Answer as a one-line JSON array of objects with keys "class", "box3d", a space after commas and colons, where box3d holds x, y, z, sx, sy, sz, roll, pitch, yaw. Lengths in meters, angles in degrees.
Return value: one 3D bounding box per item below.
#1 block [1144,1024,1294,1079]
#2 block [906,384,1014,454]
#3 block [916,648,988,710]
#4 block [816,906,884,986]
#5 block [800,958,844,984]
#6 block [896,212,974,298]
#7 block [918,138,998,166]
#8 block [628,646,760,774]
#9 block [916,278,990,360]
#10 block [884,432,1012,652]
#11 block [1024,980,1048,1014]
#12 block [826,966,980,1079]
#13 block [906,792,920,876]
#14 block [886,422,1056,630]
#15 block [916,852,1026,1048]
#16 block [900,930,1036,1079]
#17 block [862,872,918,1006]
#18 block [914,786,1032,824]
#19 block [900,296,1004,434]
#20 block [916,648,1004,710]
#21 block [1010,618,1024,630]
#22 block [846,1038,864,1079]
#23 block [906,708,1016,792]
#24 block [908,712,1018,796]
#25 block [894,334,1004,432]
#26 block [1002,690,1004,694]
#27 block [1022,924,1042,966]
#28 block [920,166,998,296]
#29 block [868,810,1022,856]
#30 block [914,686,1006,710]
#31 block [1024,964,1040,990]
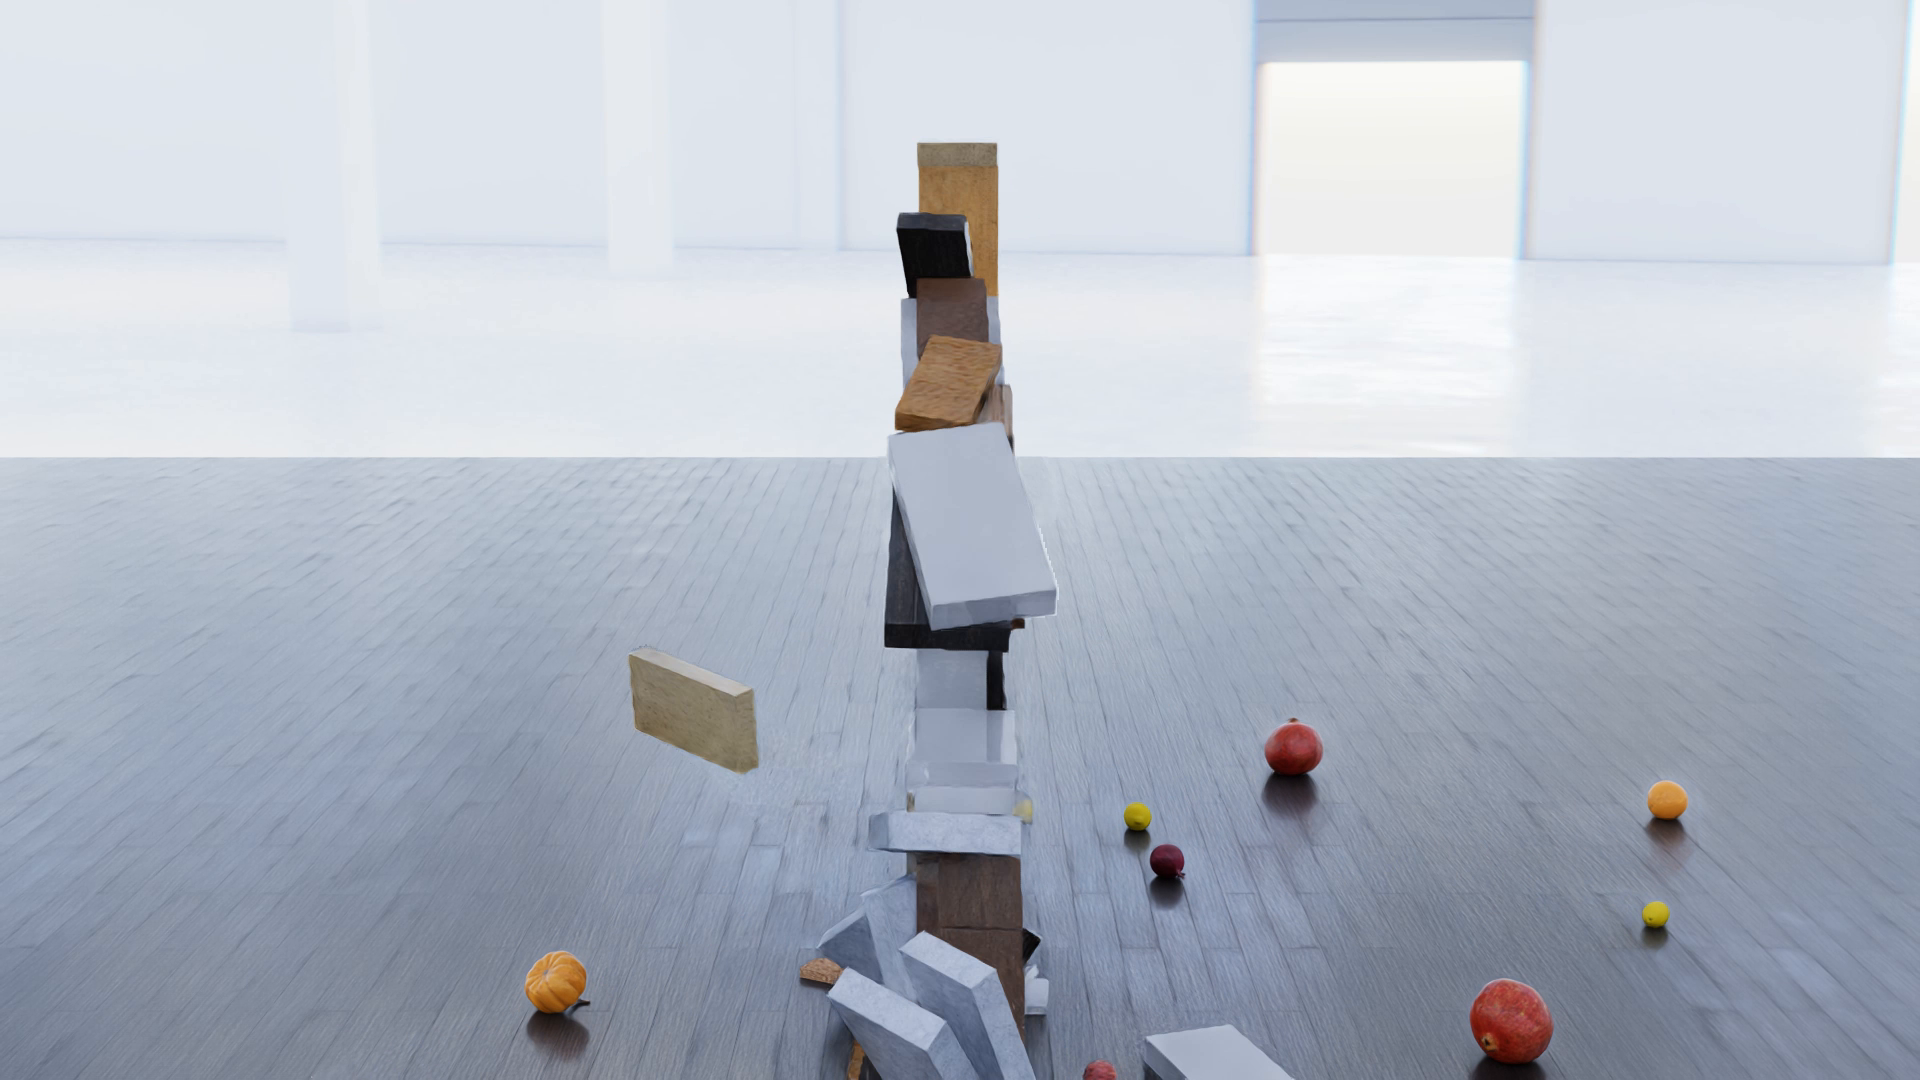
[{"class": "block", "box3d": [0.354, 0.714, 2.901, 0.130, 0.037, 0.259, -3, 11, -18]}, {"class": "block", "box3d": [0.001, -0.094, 3.248, 0.159, 0.045, 0.319, 0, 54, -2]}, {"class": "block", "box3d": [-0.012, 0.183, 3.357, 0.108, 0.215, 0.030, 1, 9, 1]}, {"class": "block", "box3d": [-0.106, 0.573, 3.180, 0.215, 0.108, 0.030, -41, 14, 43]}, {"class": "block", "box3d": [-0.185, 0.650, 3.305, 0.100, 0.014, 0.050, 5, 12, 27]}, {"class": "block", "box3d": [-0.035, -0.452, 3.689, 0.112, 0.032, 0.278, 4, -27, 7]}, {"class": "block", "box3d": [-0.001, -0.686, 3.884, 0.136, 0.039, 0.272, 0, 12, 2]}, {"class": "block", "box3d": [-0.342, 0.217, 2.818, 0.215, 0.108, 0.030, 16, 27, 42]}, {"class": "block", "box3d": [-0.012, -0.340, 3.496, 0.112, 0.032, 0.224, -1, 41, -2]}, {"class": "block", "box3d": [-0.013, -0.003, 3.089, 0.169, 0.048, 0.377, 2, 45, 0]}, {"class": "block", "box3d": [0.103, 0.667, 3.214, 0.050, 0.014, 0.100, 1, 11, 4]}, {"class": "block", "box3d": [-0.041, 0.630, 2.602, 0.143, 0.349, 0.040, 22, 63, 31]}, {"class": "block", "box3d": [-0.002, 0.509, 3.272, 0.152, 0.304, 0.043, 0, 11, 2]}, {"class": "block", "box3d": [0.011, -0.025, 3.044, 0.169, 0.048, 0.337, -7, 46, -9]}, {"class": "block", "box3d": [0.015, 0.567, 2.882, 0.152, 0.304, 0.043, 12, -19, -43]}, {"class": "block", "box3d": [0.025, 0.625, 2.703, 0.040, 0.285, 0.143, -33, 29, -28]}, {"class": "block", "box3d": [-0.030, 0.583, 2.903, 0.143, 0.285, 0.040, -15, 2, -43]}, {"class": "block", "box3d": [0.022, 0.365, 3.011, 0.130, 0.037, 0.259, 0, -10, 8]}, {"class": "block", "box3d": [-0.013, -0.274, 3.480, 0.159, 0.045, 0.319, -1, 41, -2]}, {"class": "block", "box3d": [0.000, 0.142, 3.432, 0.135, 0.271, 0.038, 0, 11, -1]}, {"class": "block", "box3d": [0.012, -0.017, 3.318, 0.152, 0.043, 0.402, -1, 41, -1]}, {"class": "block", "box3d": [-0.131, 0.658, 2.850, 0.013, 0.092, 0.046, 15, -25, -4]}, {"class": "block", "box3d": [0.004, 0.302, 3.177, 0.152, 0.043, 0.304, 1, 10, 1]}, {"class": "block", "box3d": [0.001, 0.322, 3.327, 0.152, 0.043, 0.304, 0, 11, -3]}, {"class": "block", "box3d": [-0.015, -0.229, 3.279, 0.112, 0.032, 0.224, 9, 37, 10]}, {"class": "block", "box3d": [0.001, 0.113, 3.595, 0.135, 0.279, 0.038, -1, 13, 0]}, {"class": "block", "box3d": [0.078, 0.614, 3.256, 0.046, 0.092, 0.013, 33, 9, 2]}, {"class": "block", "box3d": [-0.002, -0.515, 3.827, 0.136, 0.272, 0.039, 0, 10, 1]}, {"class": "block", "box3d": [-0.026, 0.395, 2.950, 0.169, 0.048, 0.337, 4, -9, -6]}, {"class": "block", "box3d": [0.001, 0.272, 3.630, 0.149, 0.042, 0.297, 0, 10, 0]}, {"class": "block", "box3d": [0.077, 0.652, 3.199, 0.046, 0.013, 0.092, -29, 4, 32]}]
